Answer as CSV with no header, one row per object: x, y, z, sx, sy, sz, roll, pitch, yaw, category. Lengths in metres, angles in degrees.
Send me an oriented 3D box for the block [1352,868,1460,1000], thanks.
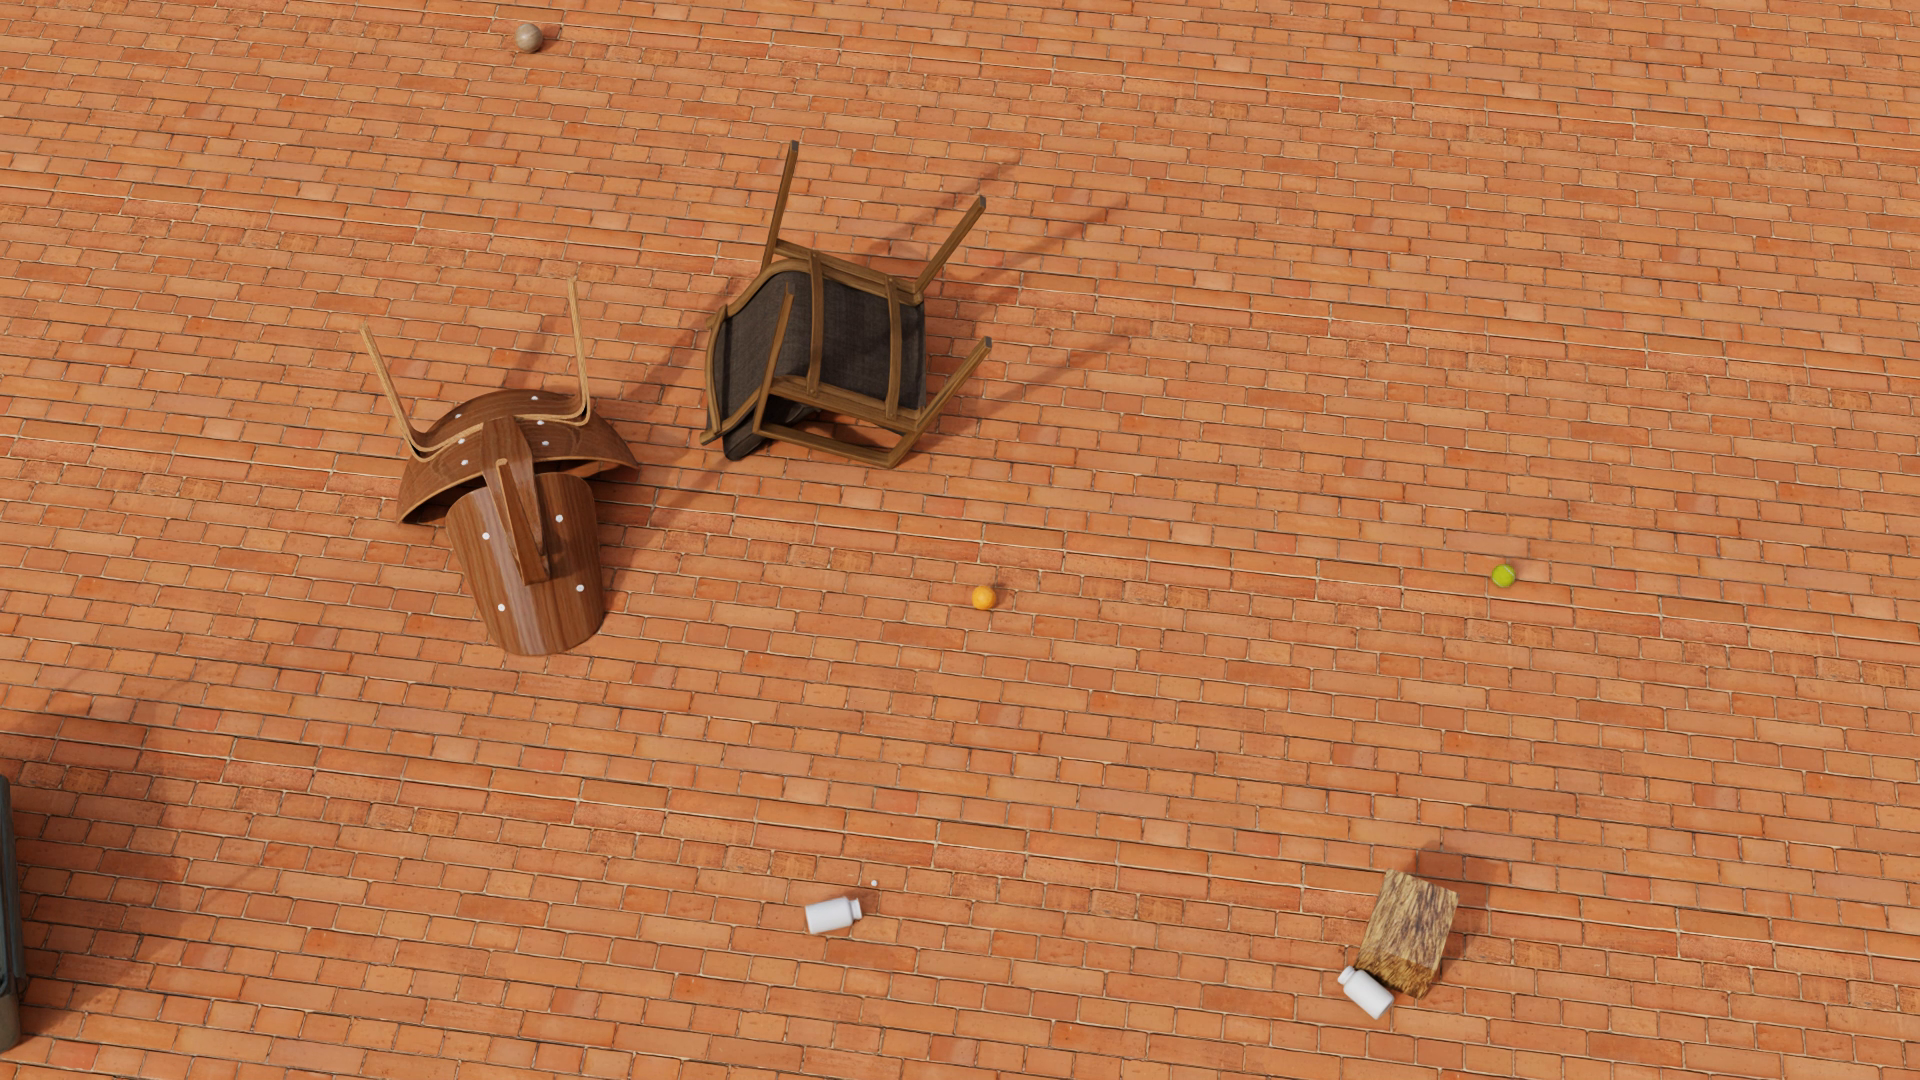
1.167,1.033,5.760,0.196,0.201,0.230,19,58,12,block

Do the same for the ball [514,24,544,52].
-1.508,-1.757,7.693,0.100,0.100,0.100,0,56,0,ball
